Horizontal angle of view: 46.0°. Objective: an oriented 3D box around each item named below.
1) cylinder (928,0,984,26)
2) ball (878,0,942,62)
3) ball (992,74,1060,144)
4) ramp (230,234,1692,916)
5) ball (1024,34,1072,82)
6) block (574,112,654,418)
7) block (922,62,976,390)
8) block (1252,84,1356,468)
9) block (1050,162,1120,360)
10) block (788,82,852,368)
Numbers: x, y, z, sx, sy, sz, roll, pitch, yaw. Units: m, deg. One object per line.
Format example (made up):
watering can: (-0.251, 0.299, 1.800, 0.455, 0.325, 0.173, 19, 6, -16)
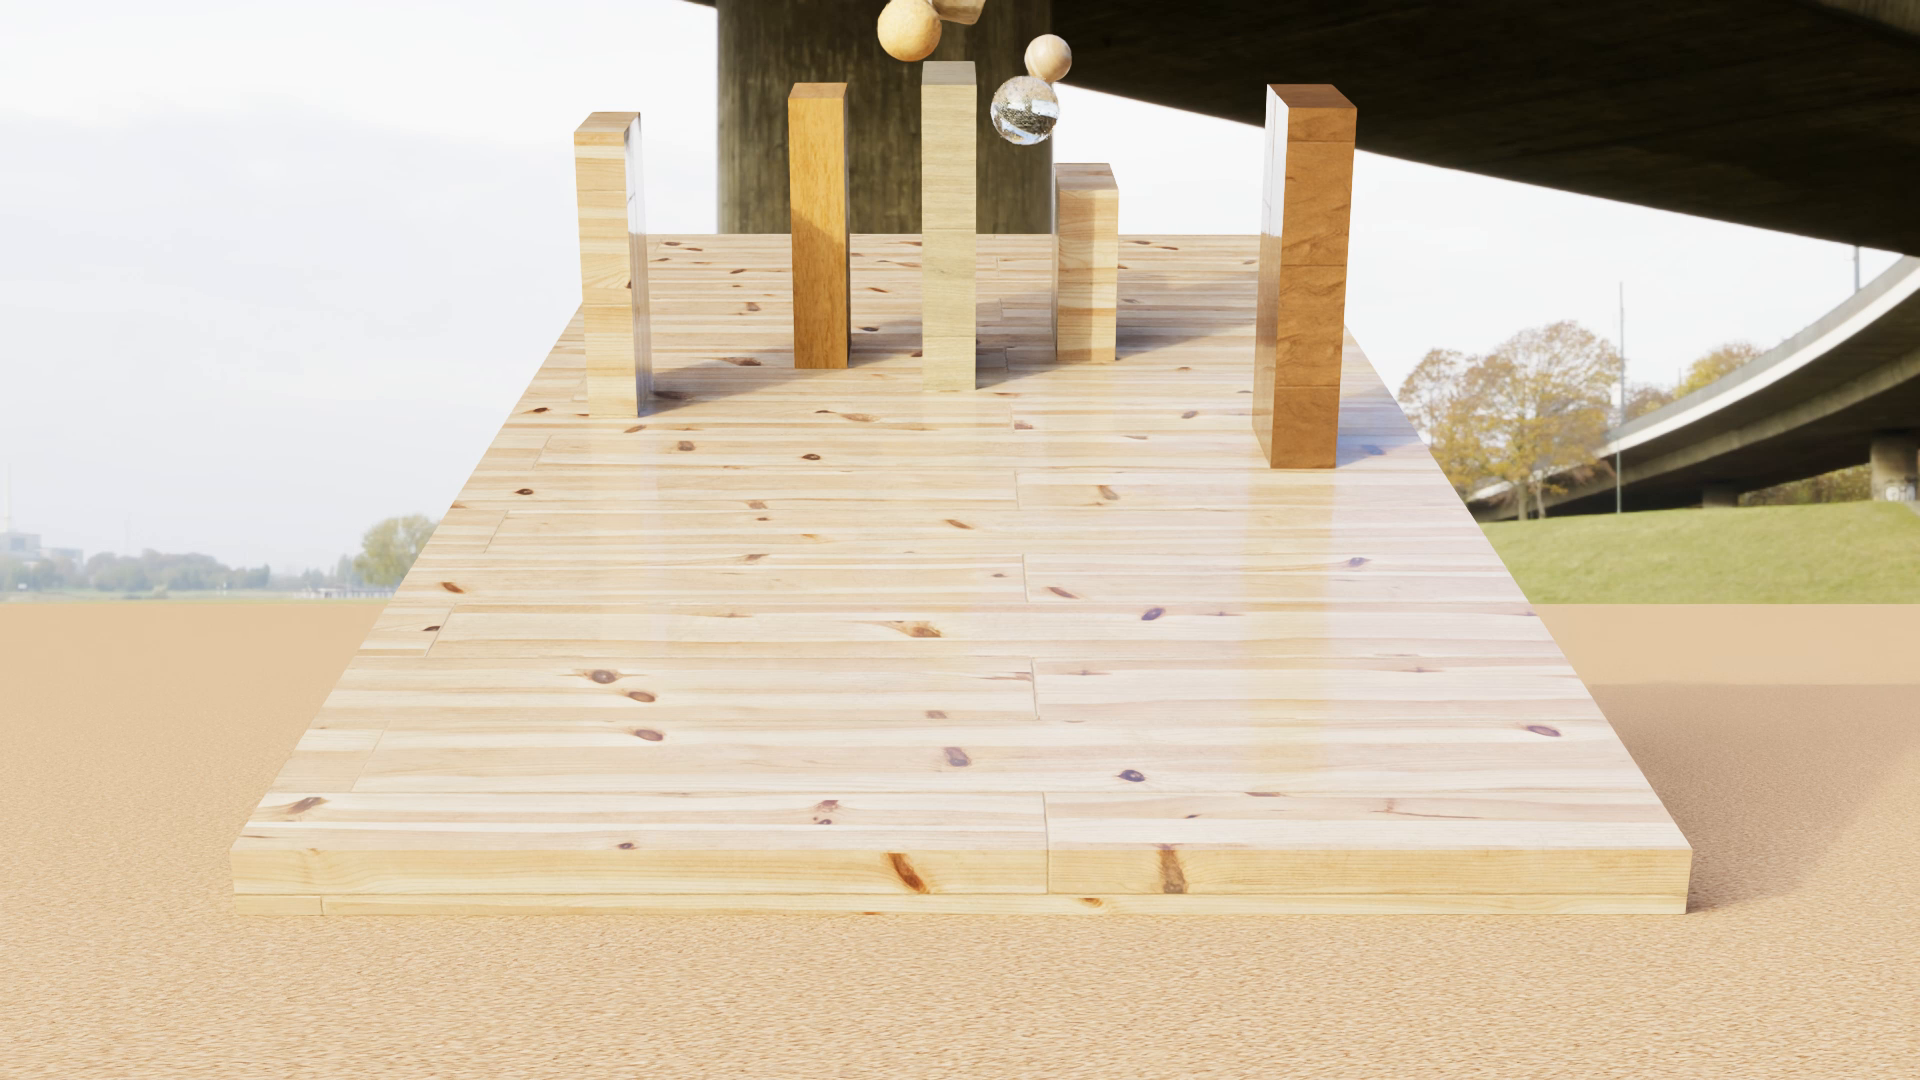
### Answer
cylinder: (-0.028, -1.631, 6.743, 0.162, 0.162, 0.162, 6, -4, -23)
ball: (-0.148, -1.493, 6.605, 0.189, 0.189, 0.189, 0, -1, 0)
ball: (0.184, -1.209, 6.364, 0.193, 0.193, 0.193, 0, -1, 0)
ramp: (-0.005, -0.205, 4.991, 2.000, 0.100, 4.000, 0, 20, 0)
ball: (0.258, -1.403, 6.595, 0.138, 0.138, 0.138, 0, -1, 0)
block: (-0.769, -0.615, 5.047, 0.107, 0.634, 0.281, 0, 20, 0)
block: (-0.026, -0.741, 5.301, 0.121, 0.700, 0.381, 0, 20, 0)
block: (0.710, -0.551, 4.710, 0.135, 0.743, 0.312, 0, 20, 0)
block: (0.305, -0.692, 5.588, 0.141, 0.416, 0.363, 0, 20, 0)
block: (-0.333, -0.753, 5.419, 0.126, 0.642, 0.243, 0, 20, 0)
